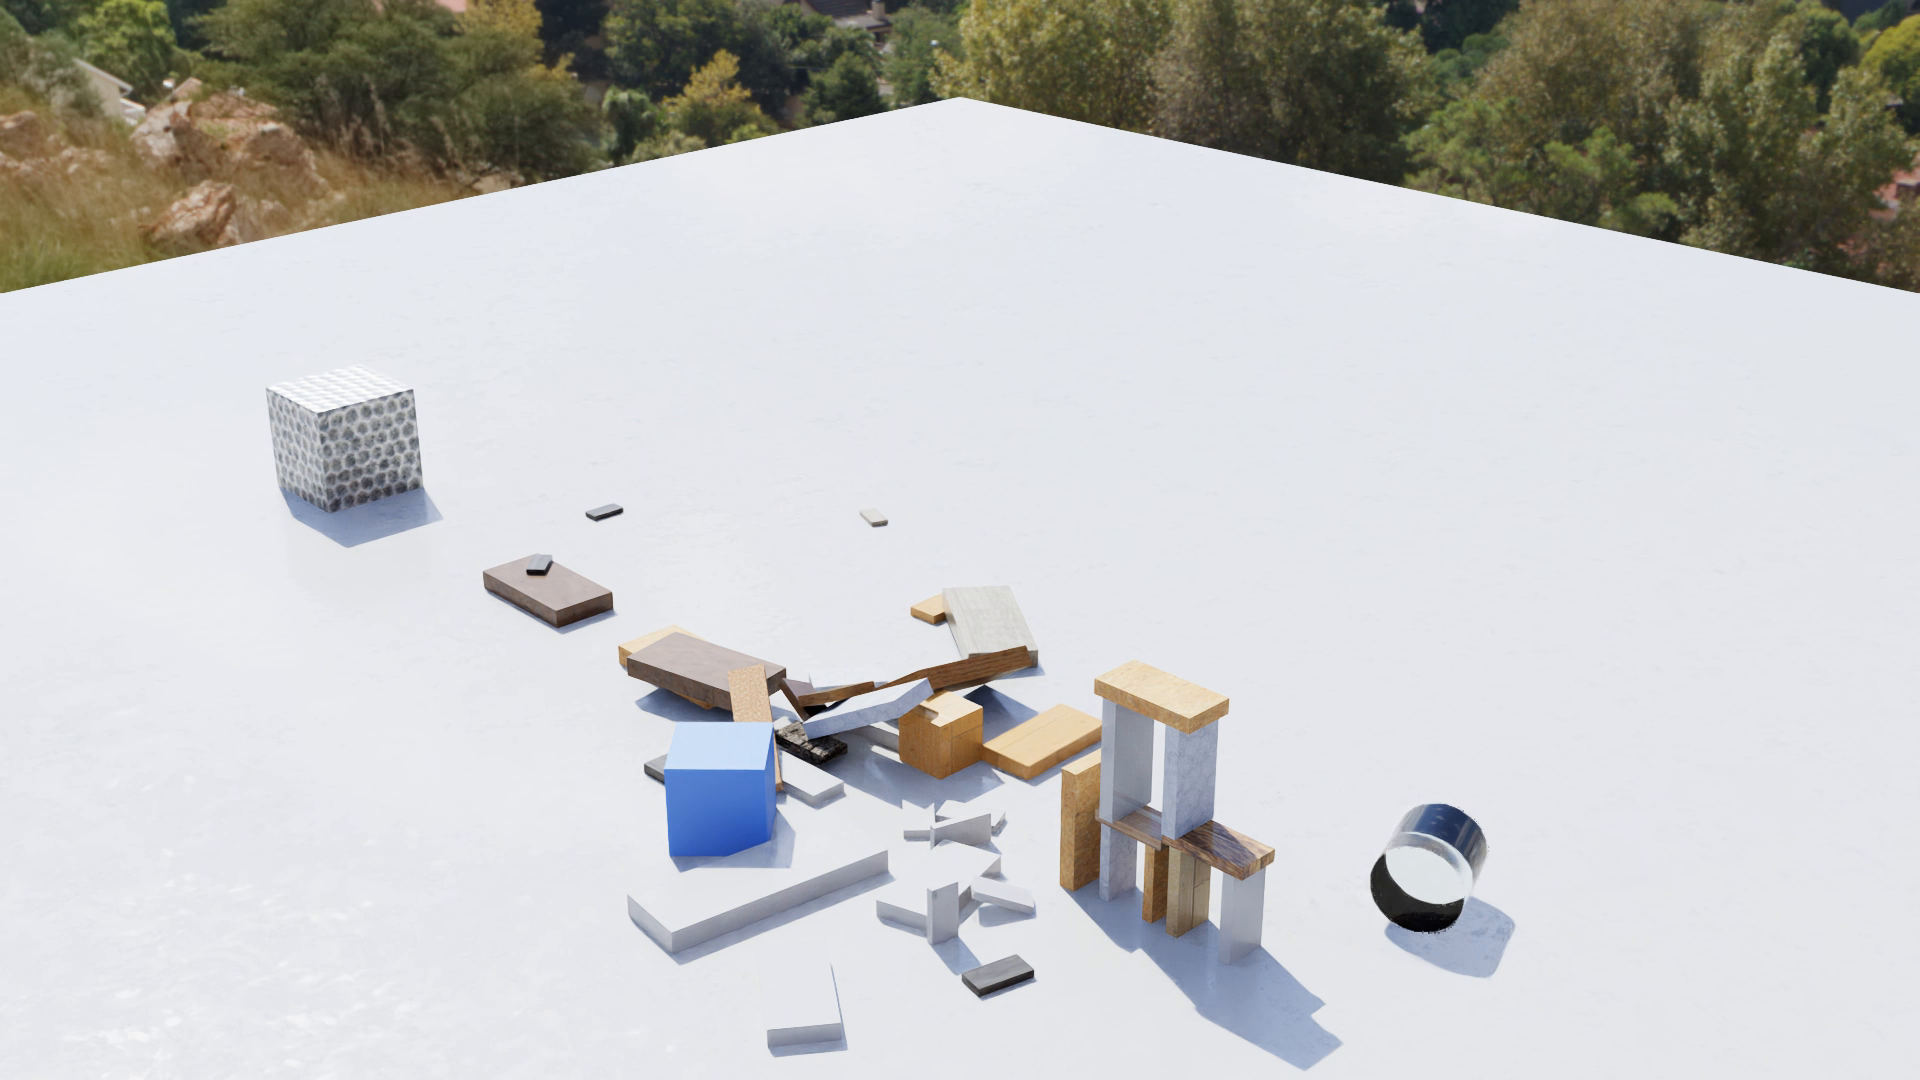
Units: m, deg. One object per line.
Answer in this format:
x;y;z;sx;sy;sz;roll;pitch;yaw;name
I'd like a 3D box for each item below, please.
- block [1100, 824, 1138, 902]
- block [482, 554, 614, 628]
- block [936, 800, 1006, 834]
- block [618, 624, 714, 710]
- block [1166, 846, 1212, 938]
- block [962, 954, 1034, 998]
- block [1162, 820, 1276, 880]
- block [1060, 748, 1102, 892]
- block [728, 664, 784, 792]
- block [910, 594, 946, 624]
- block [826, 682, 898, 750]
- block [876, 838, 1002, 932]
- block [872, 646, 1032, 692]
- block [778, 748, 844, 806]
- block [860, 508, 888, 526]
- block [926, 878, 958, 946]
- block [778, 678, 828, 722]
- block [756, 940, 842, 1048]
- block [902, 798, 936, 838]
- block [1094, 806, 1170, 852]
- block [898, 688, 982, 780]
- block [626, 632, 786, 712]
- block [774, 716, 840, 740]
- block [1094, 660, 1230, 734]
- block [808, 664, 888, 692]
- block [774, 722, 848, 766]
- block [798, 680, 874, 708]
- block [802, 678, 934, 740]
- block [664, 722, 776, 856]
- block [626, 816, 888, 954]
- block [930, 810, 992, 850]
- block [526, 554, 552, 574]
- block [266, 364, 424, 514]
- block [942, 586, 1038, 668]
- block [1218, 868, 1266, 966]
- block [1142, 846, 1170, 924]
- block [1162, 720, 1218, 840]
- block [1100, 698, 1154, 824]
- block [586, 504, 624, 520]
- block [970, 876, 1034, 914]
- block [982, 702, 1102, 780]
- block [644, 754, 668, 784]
0.300;0.594;4.154;0.023;0.161;0.081;21;31;41;block
-1.016;0.122;5.414;0.163;0.046;0.326;-20;30;-39;block
0.021;0.557;4.425;0.127;0.018;0.063;8;24;19;block
-0.617;0.287;5.025;0.163;0.046;0.326;-21;31;-40;block
0.421;0.630;4.039;0.026;0.184;0.092;21;31;41;block
0.068;0.775;3.914;0.117;0.017;0.059;-14;27;-29;block
0.464;0.550;3.958;0.092;0.026;0.185;-21;31;-40;block
0.248;0.530;4.186;0.127;0.254;0.036;-21;31;-40;block
-0.433;0.399;4.639;0.079;0.022;0.357;-13;41;-2;block
-0.037;0.160;5.356;0.079;0.022;0.158;20;30;39;block
-0.185;0.385;4.806;0.258;0.037;0.129;16;28;34;block
-0.038;0.655;4.171;0.127;0.036;0.254;12;26;27;block
-0.016;0.301;4.821;0.329;0.047;0.165;-10;-11;-44;block
-0.372;0.480;4.598;0.290;0.024;0.084;21;31;40;block
-0.232;-0.061;5.889;0.046;0.013;0.093;-10;25;-22;block
-0.031;0.678;4.013;0.058;0.117;0.017;-15;27;-32;block
-0.329;0.357;4.773;0.076;0.022;0.152;14;23;-39;block
-0.285;0.792;3.849;0.127;0.036;0.254;-4;23;-9;block
-0.083;0.559;4.421;0.063;0.018;0.127;-1;23;-2;block
0.338;0.525;4.083;0.081;0.023;0.161;-21;31;-40;block
-0.041;0.408;4.639;0.125;0.125;0.125;-21;31;-40;block
-0.564;0.293;4.894;0.326;0.046;0.163;15;27;32;block
-0.345;0.422;4.739;0.152;0.022;0.076;14;27;30;block
0.361;0.280;3.952;0.222;0.031;0.111;21;31;41;block
-0.253;0.318;4.980;0.168;0.024;0.084;-5;23;-11;block
-0.319;0.430;4.664;0.152;0.022;0.076;20;29;38;block
-0.266;0.333;4.761;0.084;0.024;0.168;-11;-1;33;block
-0.194;0.355;4.626;0.258;0.037;0.129;-17;9;36;block
-0.472;0.492;4.353;0.194;0.194;0.194;0;23;0;block
-0.379;0.648;4.173;0.479;0.047;0.165;-16;28;-34;block
0.001;0.576;4.323;0.127;0.063;0.018;-12;26;-26;block
-1.048;0.061;5.483;0.046;0.013;0.093;1;23;2;block
-1.694;-0.283;6.058;0.289;0.289;0.289;-20;30;-39;block
0.068;0.205;5.187;0.165;0.047;0.329;-2;26;-11;block
0.508;0.664;3.959;0.026;0.184;0.092;21;31;41;block
0.376;0.624;4.084;0.023;0.161;0.081;21;31;41;block
0.414;0.417;3.953;0.111;0.222;0.031;-21;31;-40;block
0.309;0.389;4.055;0.111;0.249;0.031;-21;31;-40;block
-0.957;-0.076;5.923;0.093;0.013;0.046;-20;30;-39;block
0.079;0.665;4.125;0.117;0.017;0.059;16;21;-9;block
0.182;0.430;4.700;0.129;0.037;0.258;21;31;38;block
-0.578;0.489;4.580;0.158;0.022;0.079;21;31;41;block
